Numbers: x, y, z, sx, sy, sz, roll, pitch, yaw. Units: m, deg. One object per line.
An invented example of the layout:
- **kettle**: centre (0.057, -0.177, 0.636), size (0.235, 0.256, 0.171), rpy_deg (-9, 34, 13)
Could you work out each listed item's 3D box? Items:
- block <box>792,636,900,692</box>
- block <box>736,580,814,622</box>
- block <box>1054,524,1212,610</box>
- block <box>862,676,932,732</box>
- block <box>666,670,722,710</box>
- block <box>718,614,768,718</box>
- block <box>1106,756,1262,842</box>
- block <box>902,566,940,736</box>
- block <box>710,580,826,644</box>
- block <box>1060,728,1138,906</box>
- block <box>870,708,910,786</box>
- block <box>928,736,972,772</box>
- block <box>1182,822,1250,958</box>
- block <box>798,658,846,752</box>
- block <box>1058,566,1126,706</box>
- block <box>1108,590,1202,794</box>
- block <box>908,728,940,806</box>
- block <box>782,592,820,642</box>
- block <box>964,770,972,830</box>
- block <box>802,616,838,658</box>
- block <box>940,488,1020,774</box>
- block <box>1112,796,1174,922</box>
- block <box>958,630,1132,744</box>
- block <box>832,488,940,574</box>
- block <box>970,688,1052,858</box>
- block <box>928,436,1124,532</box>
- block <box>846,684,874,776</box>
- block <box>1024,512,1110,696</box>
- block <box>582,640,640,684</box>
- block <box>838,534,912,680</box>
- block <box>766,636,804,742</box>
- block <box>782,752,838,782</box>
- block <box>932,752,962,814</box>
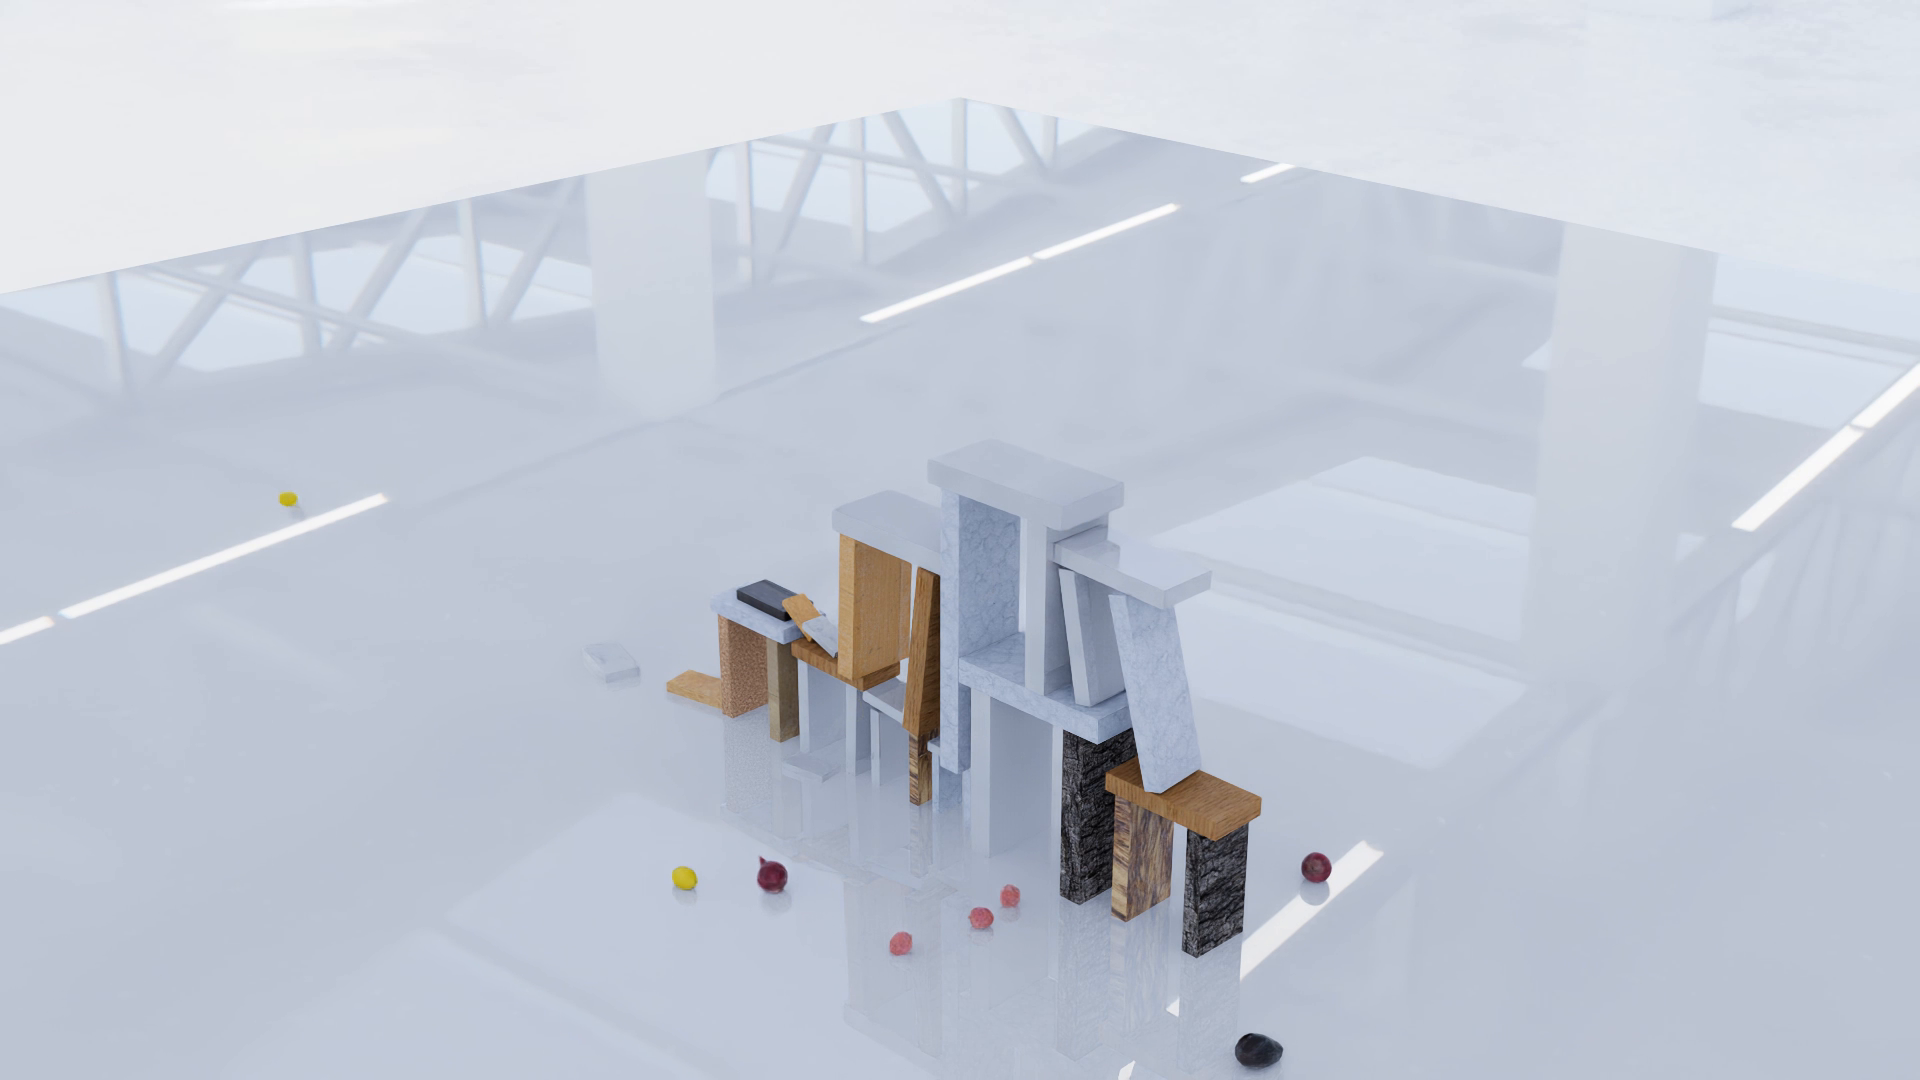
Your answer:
- **block**: centre (-0.238, 0.246, 4.580), size (0.215, 0.030, 0.108), rpy_deg (23, 32, 38)
- **block**: centre (-0.397, 0.129, 4.719), size (0.081, 0.023, 0.161), rpy_deg (-20, 30, -40)
- **block**: centre (0.306, 0.046, 3.908), size (0.129, 0.037, 0.258), rpy_deg (-21, 33, -40)
- **block**: centre (-0.107, 0.337, 4.476), size (0.172, 0.024, 0.086), rpy_deg (28, 35, 36)
- **block**: centre (-0.571, 0.335, 4.942), size (0.161, 0.023, 0.081), rpy_deg (15, 27, 31)
- **block**: centre (-0.470, 0.259, 4.839), size (0.034, 0.242, 0.121), rpy_deg (21, 31, 41)
- **block**: centre (0.402, 0.458, 3.975), size (0.129, 0.036, 0.257), rpy_deg (-21, 31, -41)
- **block**: centre (-0.027, 0.199, 4.332), size (0.158, 0.365, 0.045), rpy_deg (-21, 38, -41)
- **block**: centre (-0.414, 0.154, 4.734), size (0.242, 0.034, 0.121), rpy_deg (21, 31, 40)
- **block**: centre (0.270, 0.493, 4.144), size (0.050, 0.355, 0.178), rpy_deg (21, 31, 41)
- **block**: centre (-0.145, 0.416, 4.559), size (0.024, 0.172, 0.086), rpy_deg (21, 31, 41)
- **block**: centre (0.006, 0.423, 4.394), size (0.135, 0.019, 0.067), rpy_deg (22, 31, 40)
- **block**: centre (0.462, 0.616, 3.979), size (0.129, 0.257, 0.036), rpy_deg (-20, 30, -39)
- **block**: centre (-0.293, 0.337, 4.691), size (0.030, 0.215, 0.108), rpy_deg (21, 31, 41)
- **block**: centre (0.252, 0.160, 4.012), size (0.129, 0.258, 0.037), rpy_deg (-21, 20, -41)
- **block**: centre (0.352, 0.255, 3.936), size (0.037, 0.370, 0.129), rpy_deg (1, 18, 43)
- **block**: centre (-0.064, 0.448, 4.485), size (0.024, 0.172, 0.086), rpy_deg (21, 31, 40)
- **block**: centre (-0.323, 0.163, 4.639), size (0.054, 0.015, 0.109), rpy_deg (-19, 60, -38)
- **block**: centre (0.038, 0.506, 4.395), size (0.019, 0.135, 0.067), rpy_deg (22, 31, 40)
- **block**: centre (-0.274, 0.201, 4.587), size (0.054, 0.015, 0.109), rpy_deg (-20, 48, -39)
- **block**: centre (0.039, 0.156, 4.244), size (0.048, 0.589, 0.169), rpy_deg (22, 31, 40)
- **block**: centre (0.341, 0.570, 4.088), size (0.036, 0.257, 0.129), rpy_deg (22, 31, 40)
- **block**: centre (0.186, 0.273, 4.142), size (0.355, 0.050, 0.178), rpy_deg (21, 31, 41)
- **block**: centre (-0.087, -0.018, 4.311), size (0.316, 0.045, 0.158), rpy_deg (22, 31, 40)
- **block**: centre (0.102, 0.427, 4.298), size (0.050, 0.355, 0.178), rpy_deg (21, 31, 41)
- **block**: centre (0.118, -0.106, 4.046), size (0.337, 0.048, 0.169), rpy_deg (21, 31, 40)
- **block**: centre (-0.188, 0.377, 4.594), size (0.108, 0.215, 0.030), rpy_deg (-21, 34, -40)
- **block**: centre (0.197, 0.102, 4.050), size (0.169, 0.338, 0.048), rpy_deg (-21, 31, -40)
- **block**: centre (-0.805, 0.280, 5.073), size (0.081, 0.023, 0.161), rpy_deg (-12, 26, -26)
- **block**: centre (-0.172, 0.114, 4.460), size (0.158, 0.316, 0.045), rpy_deg (-21, 33, -40)
- **block**: centre (-0.356, 0.304, 4.734), size (0.034, 0.242, 0.121), rpy_deg (21, 31, 41)
- **block**: centre (-0.315, 0.477, 4.617), size (0.109, 0.015, 0.054), rpy_deg (16, 28, 33)
- **block**: centre (-0.026, 0.481, 4.454), size (0.019, 0.135, 0.068), rpy_deg (21, 31, 41)
